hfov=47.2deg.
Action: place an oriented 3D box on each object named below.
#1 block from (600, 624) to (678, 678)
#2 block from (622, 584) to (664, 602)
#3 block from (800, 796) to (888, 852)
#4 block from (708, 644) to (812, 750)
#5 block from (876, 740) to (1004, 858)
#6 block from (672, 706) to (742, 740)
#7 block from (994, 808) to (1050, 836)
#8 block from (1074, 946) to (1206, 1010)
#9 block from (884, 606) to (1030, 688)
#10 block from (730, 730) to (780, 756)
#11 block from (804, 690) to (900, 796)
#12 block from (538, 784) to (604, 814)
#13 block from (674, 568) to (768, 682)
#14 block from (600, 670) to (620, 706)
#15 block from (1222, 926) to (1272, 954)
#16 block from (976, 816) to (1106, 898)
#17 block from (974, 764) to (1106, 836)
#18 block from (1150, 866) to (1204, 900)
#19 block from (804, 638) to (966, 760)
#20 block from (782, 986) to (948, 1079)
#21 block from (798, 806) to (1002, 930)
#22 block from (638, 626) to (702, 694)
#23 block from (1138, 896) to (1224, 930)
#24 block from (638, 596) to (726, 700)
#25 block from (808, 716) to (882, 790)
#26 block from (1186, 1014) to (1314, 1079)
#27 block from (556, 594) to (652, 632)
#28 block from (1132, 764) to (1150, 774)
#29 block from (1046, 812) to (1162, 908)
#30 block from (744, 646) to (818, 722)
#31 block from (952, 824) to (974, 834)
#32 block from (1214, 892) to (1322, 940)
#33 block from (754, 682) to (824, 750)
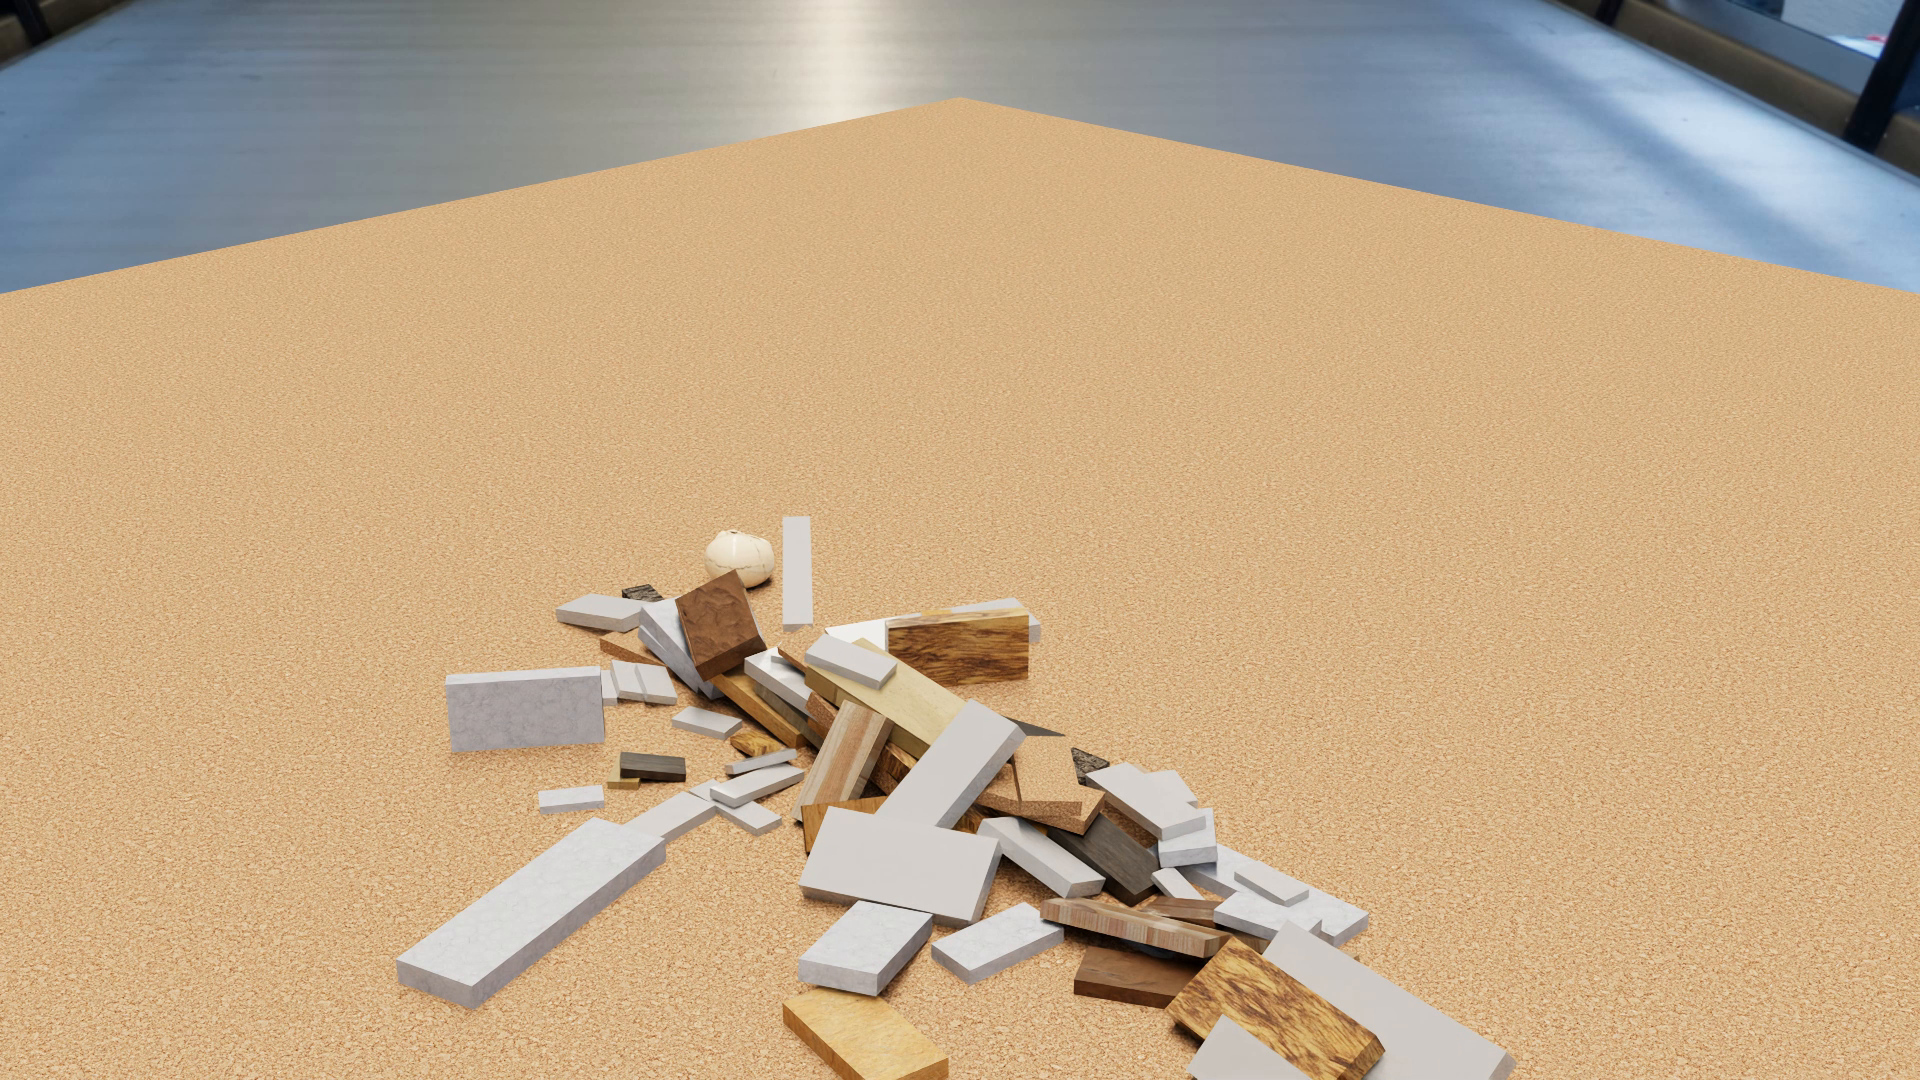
[{"bbox_3d":[-0.716,0.256,5.116,0.232,0.033,0.116,19,29,37],"label":"block"},{"bbox_3d":[-0.768,0.149,5.383,0.072,0.020,0.144,-12,26,-26],"label":"block"},{"bbox_3d":[-0.218,0.558,4.329,0.181,0.090,0.026,-5,-7,-12],"label":"block"},{"bbox_3d":[-0.402,0.337,4.822,0.156,0.044,0.312,-21,44,-40],"label":"block"},{"bbox_3d":[0.010,0.493,4.408,0.342,0.048,0.171,37,40,29],"label":"block"},{"bbox_3d":[-0.552,0.399,4.795,0.139,0.020,0.069,12,26,26],"label":"block"},{"bbox_3d":[0.171,0.550,4.318,0.114,0.032,0.229,-21,48,-41],"label":"block"},{"bbox_3d":[0.320,0.778,3.888,0.219,0.031,0.109,7,24,15],"label":"block"},{"bbox_3d":[-0.007,0.248,4.970,0.323,0.162,0.046,-5,23,-12],"label":"block"},{"bbox_3d":[-0.439,0.434,4.686,0.060,0.017,0.120,-13,15,-28],"label":"block"},{"bbox_3d":[-0.144,0.415,4.537,0.171,0.048,0.342,-23,58,-42],"label":"block"},{"bbox_3d":[-0.793,0.530,4.488,0.130,0.018,0.065,-5,23,-11],"label":"block"},{"bbox_3d":[-0.535,0.187,4.902,0.156,0.044,0.312,-27,31,-2],"label":"block"},{"bbox_3d":[-0.798,0.333,4.952,0.070,0.020,0.140,0,23,-1],"label":"block"},{"bbox_3d":[0.514,0.710,3.970,0.172,0.024,0.086,0,14,41],"label":"block"},{"bbox_3d":[0.154,0.601,4.180,0.232,0.033,0.116,32,16,34],"label":"block"},{"bbox_3d":[0.155,0.502,4.287,0.229,0.032,0.114,15,28,19],"label":"block"},{"bbox_3d":[0.412,0.660,4.142,0.052,0.015,0.103,-16,47,-37],"label":"block"},{"bbox_3d":[-0.135,0.327,4.514,0.342,0.048,0.171,30,36,29],"label":"block"},{"bbox_3d":[-0.162,0.844,3.718,0.146,0.041,0.292,-15,27,-32],"label":"block"},{"bbox_3d":[-0.112,0.617,4.137,0.346,0.049,0.173,8,56,19],"label":"block"},{"bbox_3d":[-0.622,0.257,5.032,0.116,0.033,0.232,-18,44,-40],"label":"block"},{"bbox_3d":[0.418,0.688,4.041,0.172,0.024,0.086,-3,13,39],"label":"block"},{"bbox_3d":[-0.581,0.237,5.005,0.156,0.044,0.312,-14,42,-37],"label":"block"},{"bbox_3d":[-0.189,0.425,4.620,0.126,0.036,0.253,-22,48,-41],"label":"block"},{"bbox_3d":[0.477,0.874,3.570,0.031,0.111,0.221,38,-5,-40],"label":"block"},{"bbox_3d":[-0.845,0.173,5.263,0.232,0.033,0.116,6,22,38],"label":"block"},{"bbox_3d":[0.384,0.520,4.499,0.097,0.027,0.194,-15,27,-32],"label":"block"},{"bbox_3d":[0.287,0.604,4.220,0.114,0.032,0.229,-21,46,-40],"label":"block"},{"bbox_3d":[-0.334,0.301,4.710,0.126,0.036,0.253,-20,35,-38],"label":"block"},{"bbox_3d":[0.012,0.599,4.271,0.131,0.066,0.019,24,-9,44],"label":"block"},{"bbox_3d":[0.550,0.679,3.930,0.172,0.024,0.086,13,23,33],"label":"block"},{"bbox_3d":[-0.311,0.363,4.728,0.126,0.036,0.253,-21,48,-40],"label":"block"}]
